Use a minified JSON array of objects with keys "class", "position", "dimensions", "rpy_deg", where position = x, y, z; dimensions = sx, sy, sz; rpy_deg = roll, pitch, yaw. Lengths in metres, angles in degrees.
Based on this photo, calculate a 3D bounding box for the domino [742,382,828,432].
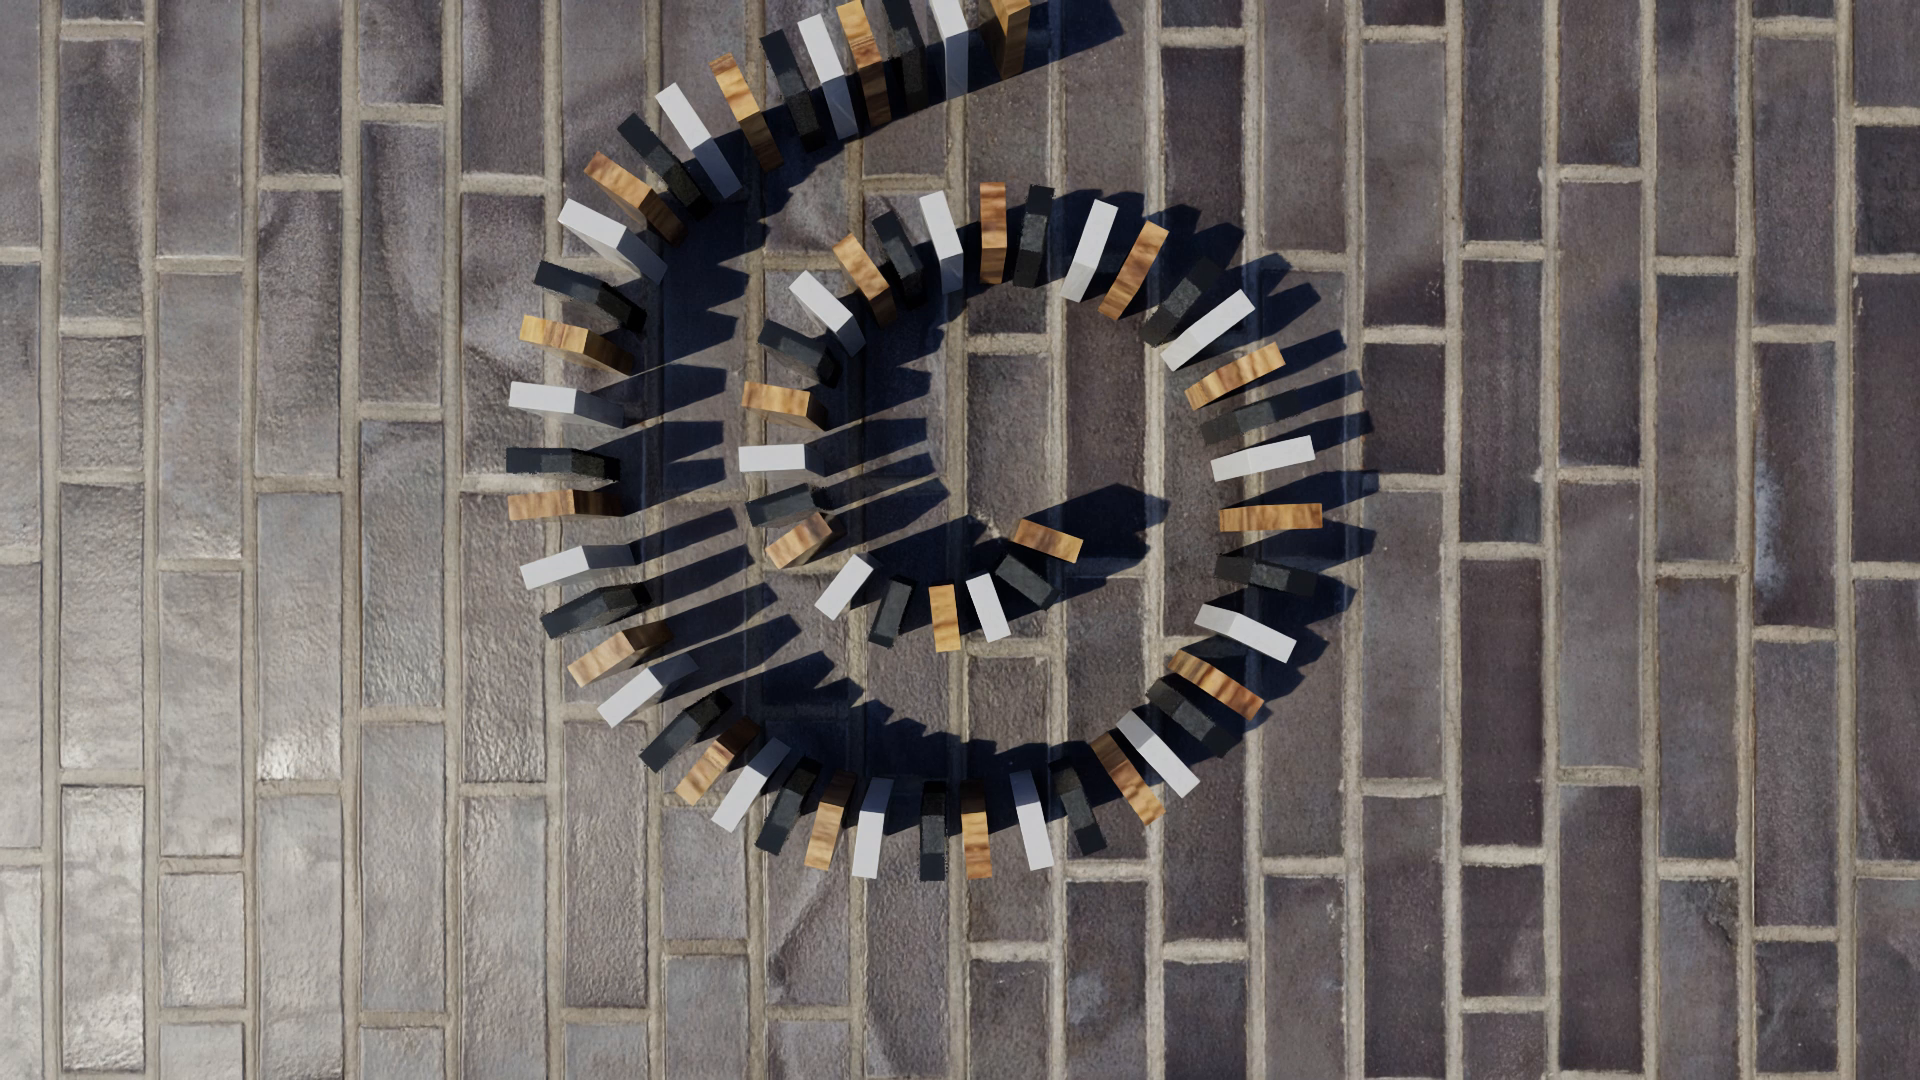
[{"class":"domino","position":[-0.070,-0.054,0.375],"dimensions":[0.025,0.050,0.010],"rpy_deg":[10,90,0]}]

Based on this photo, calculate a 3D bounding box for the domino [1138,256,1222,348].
[{"class":"domino","position":[0.089,-0.096,0.375],"dimensions":[0.010,0.050,0.025],"rpy_deg":[40,90,0]}]

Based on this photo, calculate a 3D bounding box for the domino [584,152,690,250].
[{"class":"domino","position":[-0.131,-0.138,0.375],"dimensions":[0.025,0.050,0.010],"rpy_deg":[35,90,0]}]

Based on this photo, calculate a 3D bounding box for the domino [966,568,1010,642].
[{"class":"domino","position":[0.011,0.026,0.375],"dimensions":[0.009,0.050,0.025],"rpy_deg":[-20,90,0]}]

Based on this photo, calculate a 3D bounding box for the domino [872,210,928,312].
[{"class":"domino","position":[-0.024,-0.113,0.375],"dimensions":[0.009,0.050,0.025],"rpy_deg":[-28,90,0]}]

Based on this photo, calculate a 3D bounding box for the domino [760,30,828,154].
[{"class":"domino","position":[-0.067,-0.182,0.375],"dimensions":[0.010,0.050,0.025],"rpy_deg":[-23,90,0]}]

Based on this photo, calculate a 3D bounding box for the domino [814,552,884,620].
[{"class":"domino","position":[-0.044,0.018,0.375],"dimensions":[0.010,0.050,0.025],"rpy_deg":[38,90,0]}]

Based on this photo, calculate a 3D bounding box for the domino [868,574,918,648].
[{"class":"domino","position":[-0.027,0.028,0.375],"dimensions":[0.009,0.050,0.025],"rpy_deg":[19,90,0]}]

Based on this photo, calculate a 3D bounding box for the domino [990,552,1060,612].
[{"class":"domino","position":[0.026,0.016,0.375],"dimensions":[0.025,0.050,0.010],"rpy_deg":[37,90,0]}]

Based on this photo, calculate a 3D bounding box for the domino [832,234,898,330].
[{"class":"domino","position":[-0.038,-0.104,0.375],"dimensions":[0.010,0.050,0.025],"rpy_deg":[-36,90,0]}]

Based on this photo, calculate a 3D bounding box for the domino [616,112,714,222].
[{"class":"domino","position":[-0.119,-0.151,0.375],"dimensions":[0.010,0.050,0.025],"rpy_deg":[-43,90,0]}]

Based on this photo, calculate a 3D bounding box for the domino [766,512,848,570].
[{"class":"domino","position":[-0.062,0.000,0.375],"dimensions":[0.025,0.050,0.009],"rpy_deg":[-35,90,0]}]

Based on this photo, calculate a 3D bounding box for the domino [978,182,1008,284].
[{"class":"domino","position":[0.013,-0.124,0.375],"dimensions":[0.009,0.050,0.025],"rpy_deg":[-2,90,0]}]

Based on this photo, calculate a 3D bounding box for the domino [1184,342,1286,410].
[{"class":"domino","position":[0.111,-0.066,0.375],"dimensions":[0.025,0.050,0.010],"rpy_deg":[-26,90,0]}]

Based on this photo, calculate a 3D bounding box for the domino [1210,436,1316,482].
[{"class":"domino","position":[0.123,-0.033,0.375],"dimensions":[0.025,0.050,0.010],"rpy_deg":[-13,90,0]}]

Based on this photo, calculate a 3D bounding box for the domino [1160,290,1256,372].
[{"class":"domino","position":[0.100,-0.085,0.375],"dimensions":[0.025,0.050,0.009],"rpy_deg":[-37,90,0]}]

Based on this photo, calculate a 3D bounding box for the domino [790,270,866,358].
[{"class":"domino","position":[-0.053,-0.091,0.375],"dimensions":[0.025,0.050,0.010],"rpy_deg":[44,90,0]}]

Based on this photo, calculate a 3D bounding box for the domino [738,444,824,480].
[{"class":"domino","position":[-0.072,-0.031,0.375],"dimensions":[0.025,0.050,0.010],"rpy_deg":[-3,90,0]}]

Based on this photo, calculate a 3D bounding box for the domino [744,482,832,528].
[{"class":"domino","position":[-0.069,-0.014,0.375],"dimensions":[0.025,0.050,0.009],"rpy_deg":[-18,90,0]}]

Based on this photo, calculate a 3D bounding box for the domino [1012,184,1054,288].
[{"class":"domino","position":[0.029,-0.123,0.375],"dimensions":[0.009,0.050,0.025],"rpy_deg":[10,90,0]}]

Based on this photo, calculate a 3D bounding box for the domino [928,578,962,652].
[{"class":"domino","position":[-0.006,0.030,0.375],"dimensions":[0.010,0.050,0.025],"rpy_deg":[-7,90,0]}]

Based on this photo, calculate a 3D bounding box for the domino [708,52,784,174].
[{"class":"domino","position":[-0.086,-0.173,0.375],"dimensions":[0.009,0.050,0.025],"rpy_deg":[-27,90,0]}]

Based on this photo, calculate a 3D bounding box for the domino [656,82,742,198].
[{"class":"domino","position":[-0.106,-0.162,0.375],"dimensions":[0.009,0.050,0.025],"rpy_deg":[-34,90,0]}]

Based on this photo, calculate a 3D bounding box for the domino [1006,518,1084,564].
[{"class":"domino","position":[0.034,0.000,0.375],"dimensions":[0.025,0.050,0.010],"rpy_deg":[19,90,0]}]

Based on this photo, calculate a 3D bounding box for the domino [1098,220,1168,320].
[{"class":"domino","position":[0.070,-0.109,0.375],"dimensions":[0.009,0.050,0.025],"rpy_deg":[28,90,0]}]

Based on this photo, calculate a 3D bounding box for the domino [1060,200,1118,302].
[{"class":"domino","position":[0.052,-0.117,0.375],"dimensions":[0.009,0.050,0.025],"rpy_deg":[20,90,0]}]

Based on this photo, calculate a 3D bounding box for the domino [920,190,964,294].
[{"class":"domino","position":[-0.007,-0.120,0.375],"dimensions":[0.009,0.050,0.025],"rpy_deg":[-18,90,0]}]

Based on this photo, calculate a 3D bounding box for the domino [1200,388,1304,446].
[{"class":"domino","position":[0.118,-0.049,0.375],"dimensions":[0.025,0.050,0.009],"rpy_deg":[-19,90,0]}]

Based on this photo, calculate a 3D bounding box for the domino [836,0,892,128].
[{"class":"domino","position":[-0.039,-0.193,0.375],"dimensions":[0.010,0.050,0.025],"rpy_deg":[-20,90,0]}]

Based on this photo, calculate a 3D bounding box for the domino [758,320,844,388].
[{"class":"domino","position":[-0.064,-0.075,0.375],"dimensions":[0.025,0.050,0.010],"rpy_deg":[24,90,0]}]

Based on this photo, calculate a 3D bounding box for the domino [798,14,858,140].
[{"class":"domino","position":[-0.053,-0.188,0.375],"dimensions":[0.010,0.050,0.025],"rpy_deg":[-21,90,0]}]
